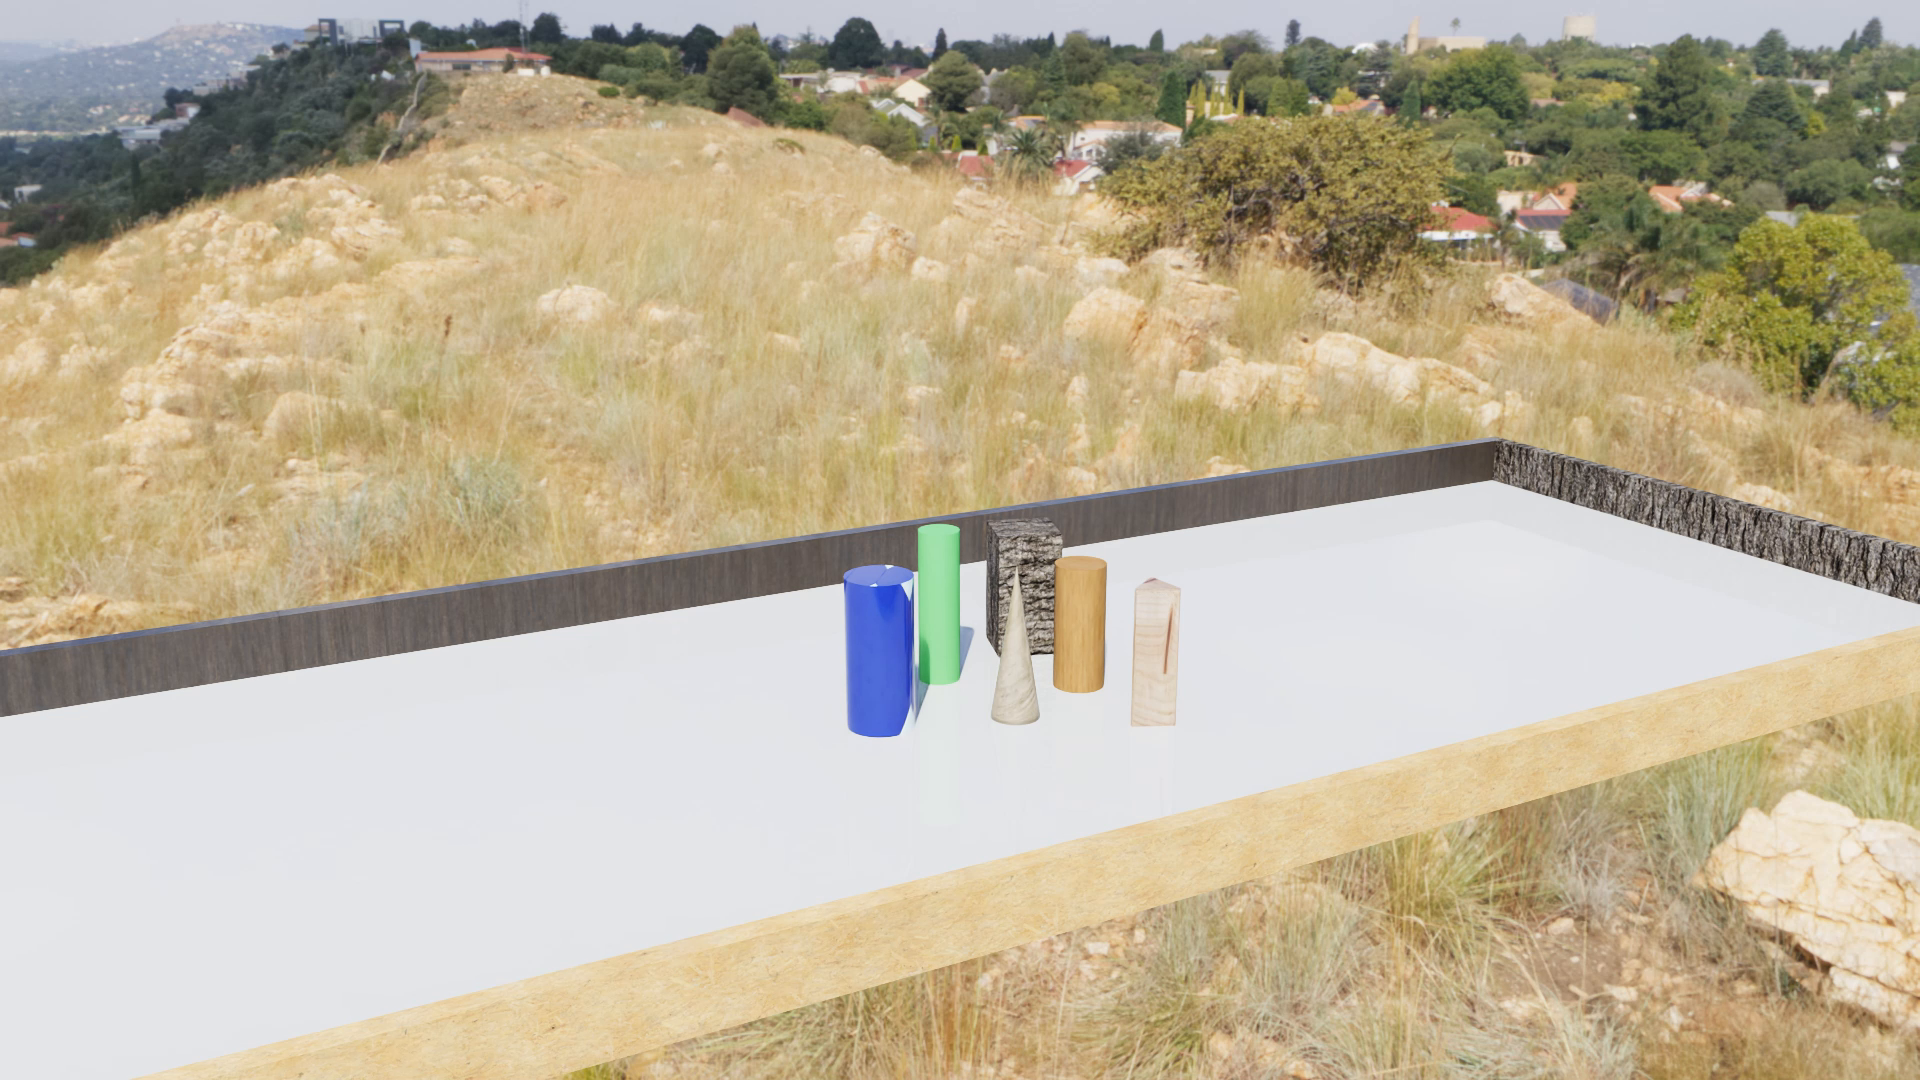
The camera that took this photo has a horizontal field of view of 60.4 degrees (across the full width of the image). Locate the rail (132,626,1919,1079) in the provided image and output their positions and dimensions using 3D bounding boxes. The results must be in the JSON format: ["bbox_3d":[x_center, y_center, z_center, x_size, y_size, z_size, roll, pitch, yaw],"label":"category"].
[{"bbox_3d":[-2.336,1.006,1.665,12.000,0.150,0.050,-9,18,-27],"label":"rail"}]

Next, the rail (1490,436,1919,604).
[{"bbox_3d":[2.466,-0.048,5.253,0.050,0.150,2.100,-9,18,-27],"label":"rail"}]

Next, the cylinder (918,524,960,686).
[{"bbox_3d":[-0.052,0.161,4.115,0.104,0.389,0.104,0,16,0],"label":"cylinder"}]

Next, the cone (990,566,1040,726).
[{"bbox_3d":[0.132,0.239,3.876,0.119,0.375,0.119,0,16,0],"label":"cone"}]

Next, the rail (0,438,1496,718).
[{"bbox_3d":[-3.305,0.497,3.399,12.000,0.150,0.050,-9,18,-27],"label":"rail"}]

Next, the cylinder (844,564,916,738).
[{"bbox_3d":[-0.186,0.257,3.829,0.162,0.367,0.162,0,16,0],"label":"cylinder"}]

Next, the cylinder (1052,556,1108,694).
[{"bbox_3d":[0.296,0.209,4.084,0.128,0.317,0.128,0,16,0],"label":"cylinder"}]

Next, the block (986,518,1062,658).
[{"bbox_3d":[0.167,0.124,4.356,0.166,0.326,0.166,-3,17,-10],"label":"block"}]

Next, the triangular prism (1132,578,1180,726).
[{"bbox_3d":[0.451,0.261,3.866,0.104,0.338,0.090,-1,16,-3],"label":"triangular prism"}]
